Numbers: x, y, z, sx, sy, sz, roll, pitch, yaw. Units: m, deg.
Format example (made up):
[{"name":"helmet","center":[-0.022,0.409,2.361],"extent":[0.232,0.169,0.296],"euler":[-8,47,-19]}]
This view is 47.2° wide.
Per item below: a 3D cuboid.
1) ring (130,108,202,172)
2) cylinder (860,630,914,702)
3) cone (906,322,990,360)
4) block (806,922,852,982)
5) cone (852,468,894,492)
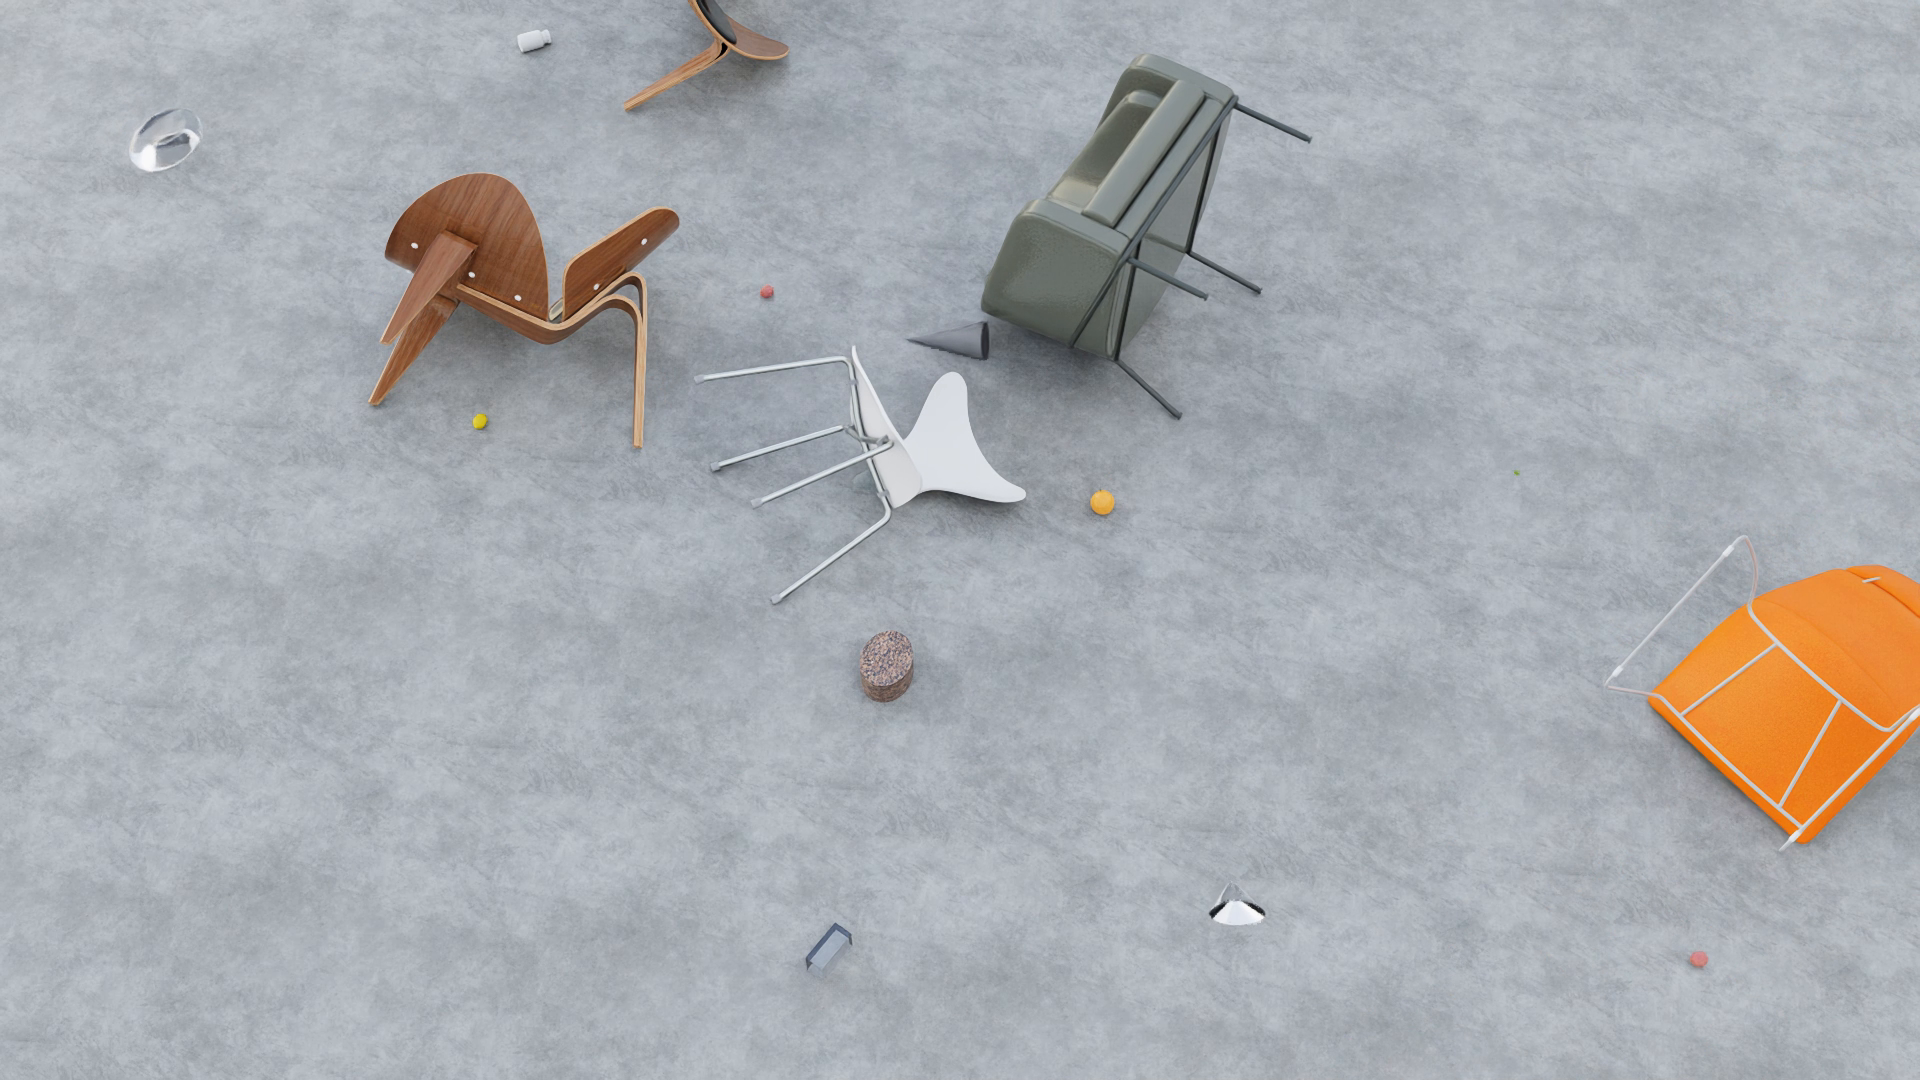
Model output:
[{"name":"ring","center":[-2.680,-1.352,7.421],"extent":[0.186,0.097,0.281],"euler":[29,57,12]},{"name":"cylinder","center":[-0.209,0.361,6.275],"extent":[0.148,0.094,0.186],"euler":[15,57,10]},{"name":"cone","center":[-0.048,-0.635,6.969],"extent":[0.264,0.104,0.124],"euler":[2,69,15]},{"name":"block","center":[-0.344,1.086,5.797],"extent":[0.055,0.081,0.125],"euler":[32,62,19]},{"name":"cone","center":[-0.265,-0.198,6.662],"extent":[0.129,0.075,0.068],"euler":[8,57,5]}]
